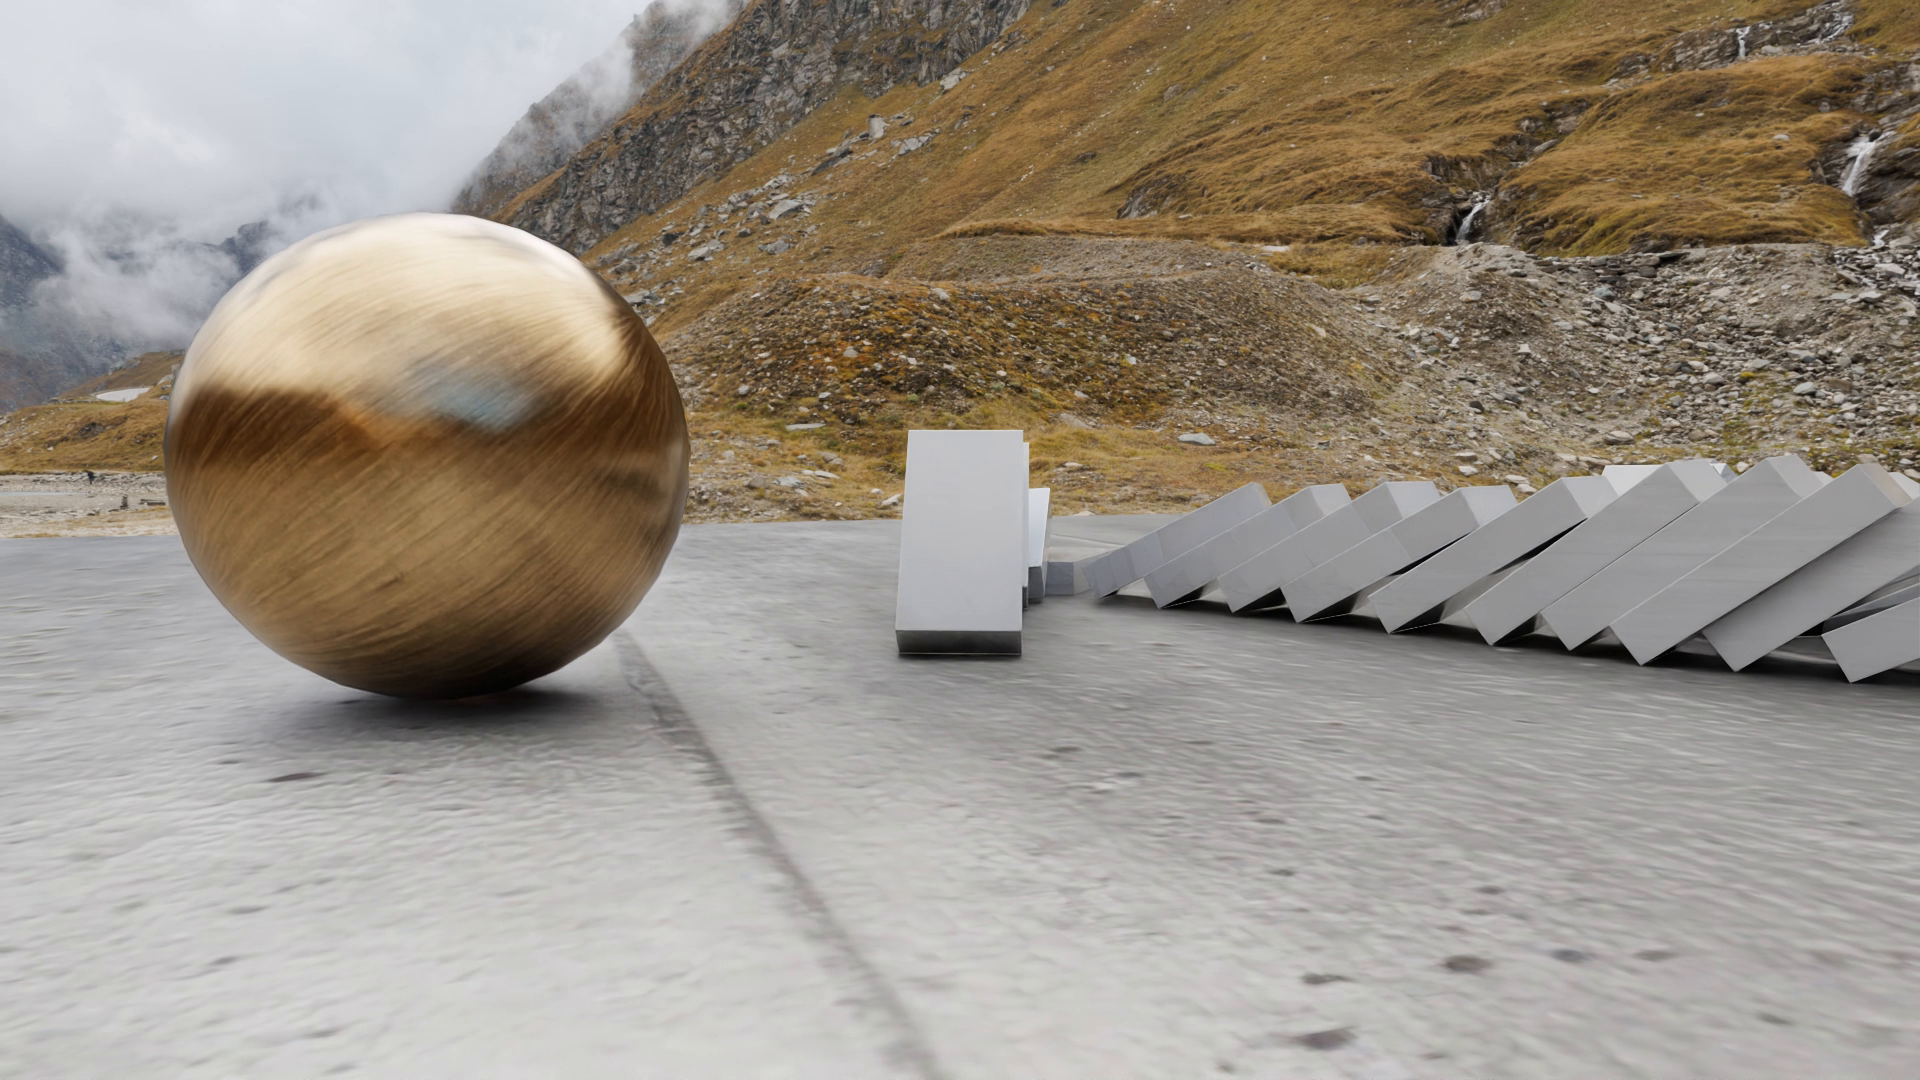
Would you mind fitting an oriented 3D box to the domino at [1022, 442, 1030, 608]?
[{"bbox_3d":[0.006,-0.005,0.344,0.025,0.050,0.009,0,-39,3],"label":"domino"}]

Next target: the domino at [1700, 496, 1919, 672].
[{"bbox_3d":[0.165,0.005,0.235,0.025,0.009,0.050,-5,-33,-47],"label":"domino"}]

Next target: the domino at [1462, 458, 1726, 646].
[{"bbox_3d":[0.132,0.003,0.266,0.025,0.009,0.050,-6,-32,-45],"label":"domino"}]

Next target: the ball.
[{"bbox_3d":[-0.086,-0.014,0.214,0.080,0.080,0.080,0,4,0],"label":"ball"}]

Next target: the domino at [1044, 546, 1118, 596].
[{"bbox_3d":[0.029,0.009,0.387,0.025,0.009,0.050,2,5,21],"label":"domino"}]

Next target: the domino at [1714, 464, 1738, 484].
[{"bbox_3d":[0.192,0.000,0.320,0.050,0.009,0.025,36,-12,-19],"label":"domino"}]

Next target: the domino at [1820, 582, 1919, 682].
[{"bbox_3d":[0.182,0.009,0.226,0.050,0.009,0.025,-33,-15,33],"label":"domino"}]

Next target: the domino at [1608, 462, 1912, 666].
[{"bbox_3d":[0.151,0.005,0.243,0.025,0.009,0.050,-5,-33,-48],"label":"domino"}]

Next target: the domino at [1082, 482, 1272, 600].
[{"bbox_3d":[0.059,0.000,0.345,0.050,0.009,0.025,-28,-7,17],"label":"domino"}]

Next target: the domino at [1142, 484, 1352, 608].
[{"bbox_3d":[0.074,0.002,0.329,0.050,0.010,0.025,-32,-14,32],"label":"domino"}]

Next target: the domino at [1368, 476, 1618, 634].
[{"bbox_3d":[0.118,0.004,0.282,0.025,0.009,0.050,-4,-28,-44],"label":"domino"}]

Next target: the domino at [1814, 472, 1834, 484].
[{"bbox_3d":[0.239,0.000,0.335,0.025,0.009,0.050,-3,38,-34],"label":"domino"}]

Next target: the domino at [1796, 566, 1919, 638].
[{"bbox_3d":[0.189,0.008,0.262,0.025,0.010,0.050,-1,-21,-15],"label":"domino"}]

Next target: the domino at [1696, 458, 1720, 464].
[{"bbox_3d":[0.214,-0.002,0.337,0.050,0.009,0.025,41,16,14],"label":"domino"}]

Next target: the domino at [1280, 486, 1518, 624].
[{"bbox_3d":[0.102,0.004,0.298,0.025,0.010,0.050,-4,-24,-44],"label":"domino"}]

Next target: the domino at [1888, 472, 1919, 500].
[{"bbox_3d":[0.251,0.001,0.322,0.025,0.010,0.050,-3,37,-34],"label":"domino"}]

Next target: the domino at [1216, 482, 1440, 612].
[{"bbox_3d":[0.090,0.002,0.311,0.025,0.009,0.050,-3,-25,-46],"label":"domino"}]

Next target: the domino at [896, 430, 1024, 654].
[{"bbox_3d":[0.001,0.000,0.270,0.025,0.050,0.009,0,-33,3],"label":"domino"}]

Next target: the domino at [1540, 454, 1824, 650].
[{"bbox_3d":[0.143,0.003,0.253,0.025,0.010,0.050,-6,-32,-46],"label":"domino"}]

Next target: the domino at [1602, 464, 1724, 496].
[{"bbox_3d":[0.178,0.000,0.310,0.050,0.009,0.025,39,-18,-28],"label":"domino"}]

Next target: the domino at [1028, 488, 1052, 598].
[{"bbox_3d":[0.012,0.000,0.365,0.025,0.009,0.050,-3,26,8],"label":"domino"}]
